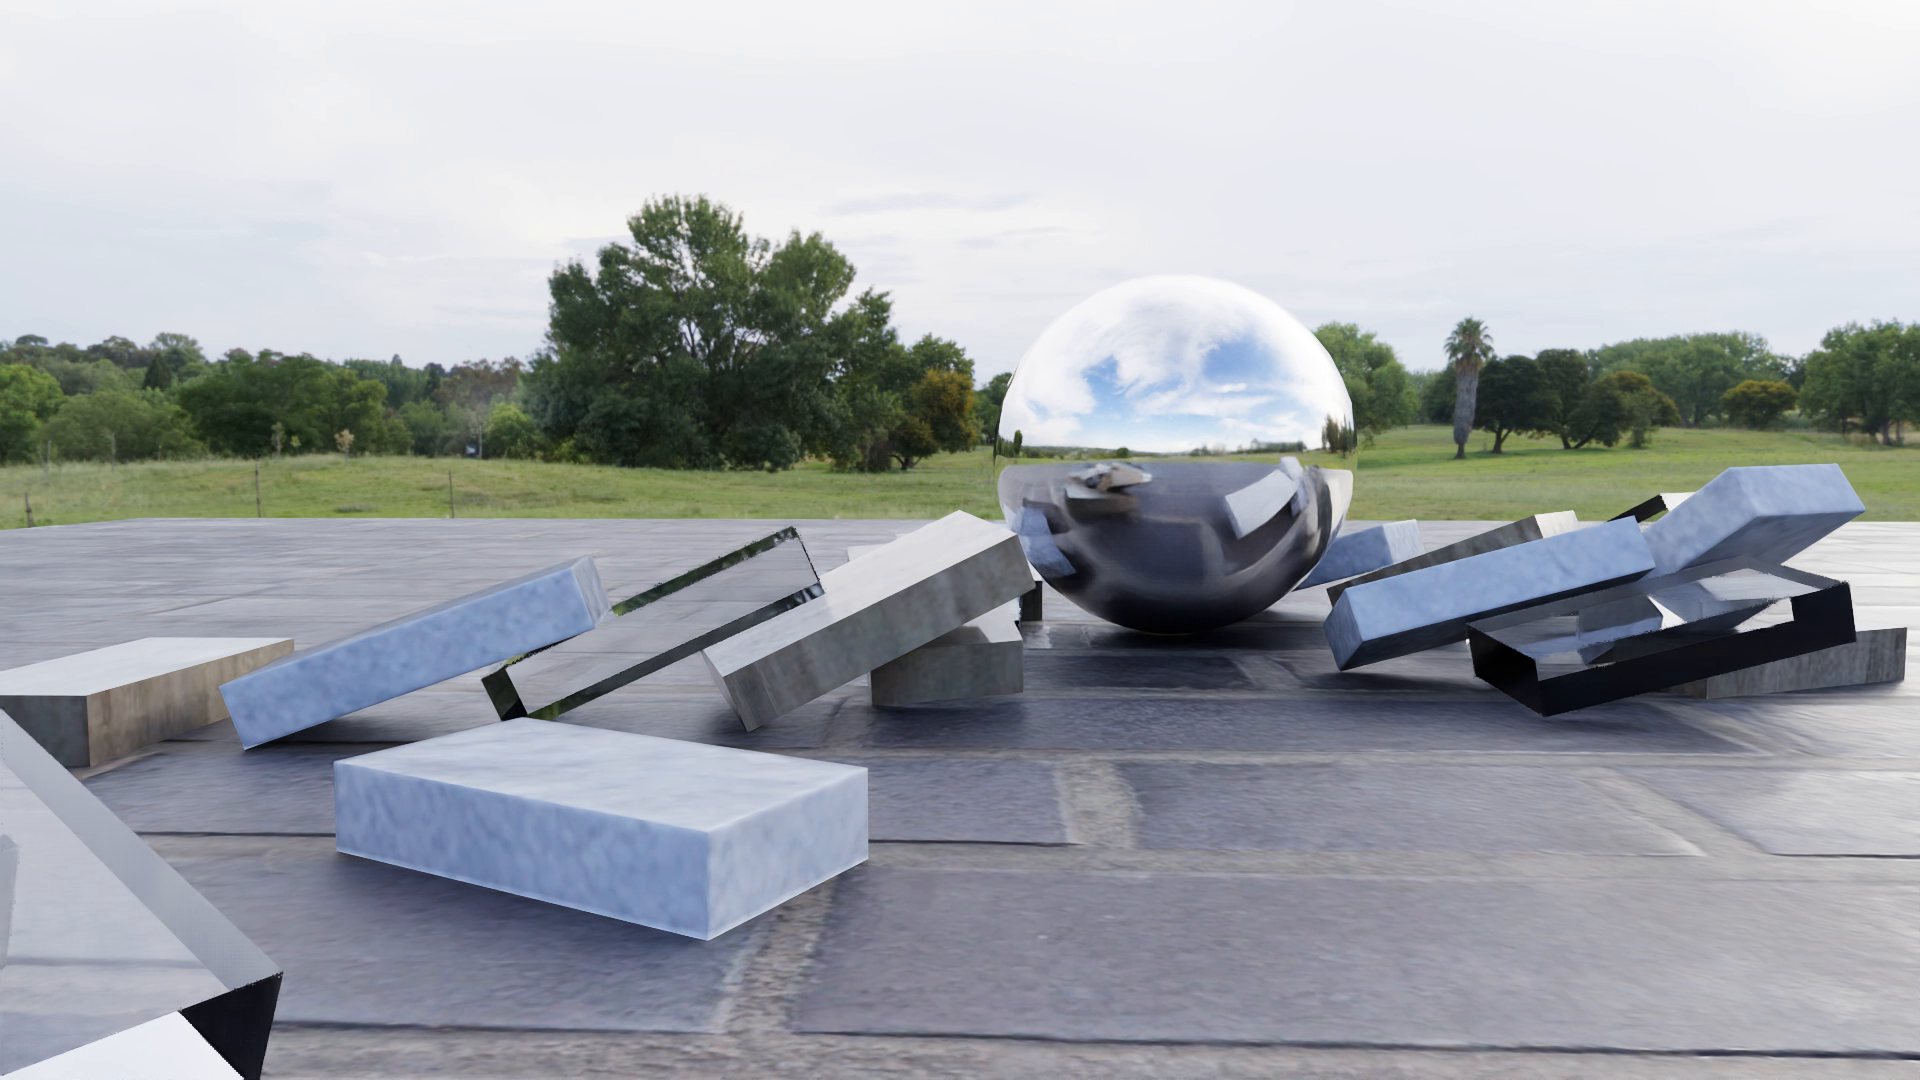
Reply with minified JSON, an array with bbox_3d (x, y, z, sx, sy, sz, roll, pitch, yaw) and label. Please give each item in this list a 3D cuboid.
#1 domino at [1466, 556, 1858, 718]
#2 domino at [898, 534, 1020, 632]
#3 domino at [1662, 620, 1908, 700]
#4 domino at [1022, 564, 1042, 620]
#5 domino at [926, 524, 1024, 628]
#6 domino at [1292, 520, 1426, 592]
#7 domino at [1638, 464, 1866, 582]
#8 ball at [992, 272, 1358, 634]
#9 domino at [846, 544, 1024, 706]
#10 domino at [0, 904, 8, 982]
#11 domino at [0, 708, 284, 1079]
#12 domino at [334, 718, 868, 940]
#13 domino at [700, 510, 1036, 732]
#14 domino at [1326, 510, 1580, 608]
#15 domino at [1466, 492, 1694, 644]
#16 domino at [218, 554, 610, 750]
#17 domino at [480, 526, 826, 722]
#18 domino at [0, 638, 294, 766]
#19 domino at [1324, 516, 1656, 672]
[{"bbox_3d":[0.114,0.015,0.211,0.050,0.009,0.025,-14,9,0],"label":"domino"},{"bbox_3d":[-0.001,0.011,0.265,0.025,0.009,0.050,-1,20,0],"label":"domino"},{"bbox_3d":[0.143,0.020,0.234,0.050,0.009,0.025,-2,5,-21],"label":"domino"},{"bbox_3d":[0.008,0.013,0.336,0.025,0.010,0.050,0,4,2],"label":"domino"},{"bbox_3d":[0.002,0.009,0.299,0.025,0.009,0.050,0,20,5],"label":"domino"},{"bbox_3d":[0.085,0.007,0.314,0.050,0.009,0.025,-19,-8,36],"label":"domino"},{"bbox_3d":[0.133,0.004,0.234,0.025,0.009,0.050,-3,-30,-20],"label":"domino"},{"bbox_3d":[0.047,-0.019,0.287,0.080,0.080,0.080,0,4,0],"label":"ball"},{"bbox_3d":[-0.006,0.013,0.232,0.025,0.009,0.050,-4,20,-8],"label":"domino"},{"bbox_3d":[-0.096,0.024,0.093,0.050,0.010,0.025,21,14,26],"label":"domino"},{"bbox_3d":[-0.071,0.023,0.083,0.050,0.010,0.025,26,16,26],"label":"domino"},{"bbox_3d":[-0.037,0.028,0.133,0.050,0.010,0.025,2,5,29],"label":"domino"},{"bbox_3d":[-0.016,0.012,0.206,0.050,0.009,0.025,-26,18,-15],"label":"domino"},{"bbox_3d":[0.112,0.007,0.291,0.050,0.010,0.025,-26,-14,41],"label":"domino"},{"bbox_3d":[0.130,0.006,0.264,0.025,0.009,0.050,-3,-25,-36],"label":"domino"},{"bbox_3d":[-0.080,0.016,0.194,0.050,0.009,0.025,-19,7,-8],"label":"domino"},{"bbox_3d":[-0.047,0.013,0.201,0.050,0.009,0.025,-25,8,-7],"label":"domino"},{"bbox_3d":[-0.127,0.023,0.194,0.025,0.010,0.050,0,4,2],"label":"domino"},{"bbox_3d":[0.092,0.010,0.228,0.050,0.010,0.025,-14,-19,2],"label":"domino"}]
